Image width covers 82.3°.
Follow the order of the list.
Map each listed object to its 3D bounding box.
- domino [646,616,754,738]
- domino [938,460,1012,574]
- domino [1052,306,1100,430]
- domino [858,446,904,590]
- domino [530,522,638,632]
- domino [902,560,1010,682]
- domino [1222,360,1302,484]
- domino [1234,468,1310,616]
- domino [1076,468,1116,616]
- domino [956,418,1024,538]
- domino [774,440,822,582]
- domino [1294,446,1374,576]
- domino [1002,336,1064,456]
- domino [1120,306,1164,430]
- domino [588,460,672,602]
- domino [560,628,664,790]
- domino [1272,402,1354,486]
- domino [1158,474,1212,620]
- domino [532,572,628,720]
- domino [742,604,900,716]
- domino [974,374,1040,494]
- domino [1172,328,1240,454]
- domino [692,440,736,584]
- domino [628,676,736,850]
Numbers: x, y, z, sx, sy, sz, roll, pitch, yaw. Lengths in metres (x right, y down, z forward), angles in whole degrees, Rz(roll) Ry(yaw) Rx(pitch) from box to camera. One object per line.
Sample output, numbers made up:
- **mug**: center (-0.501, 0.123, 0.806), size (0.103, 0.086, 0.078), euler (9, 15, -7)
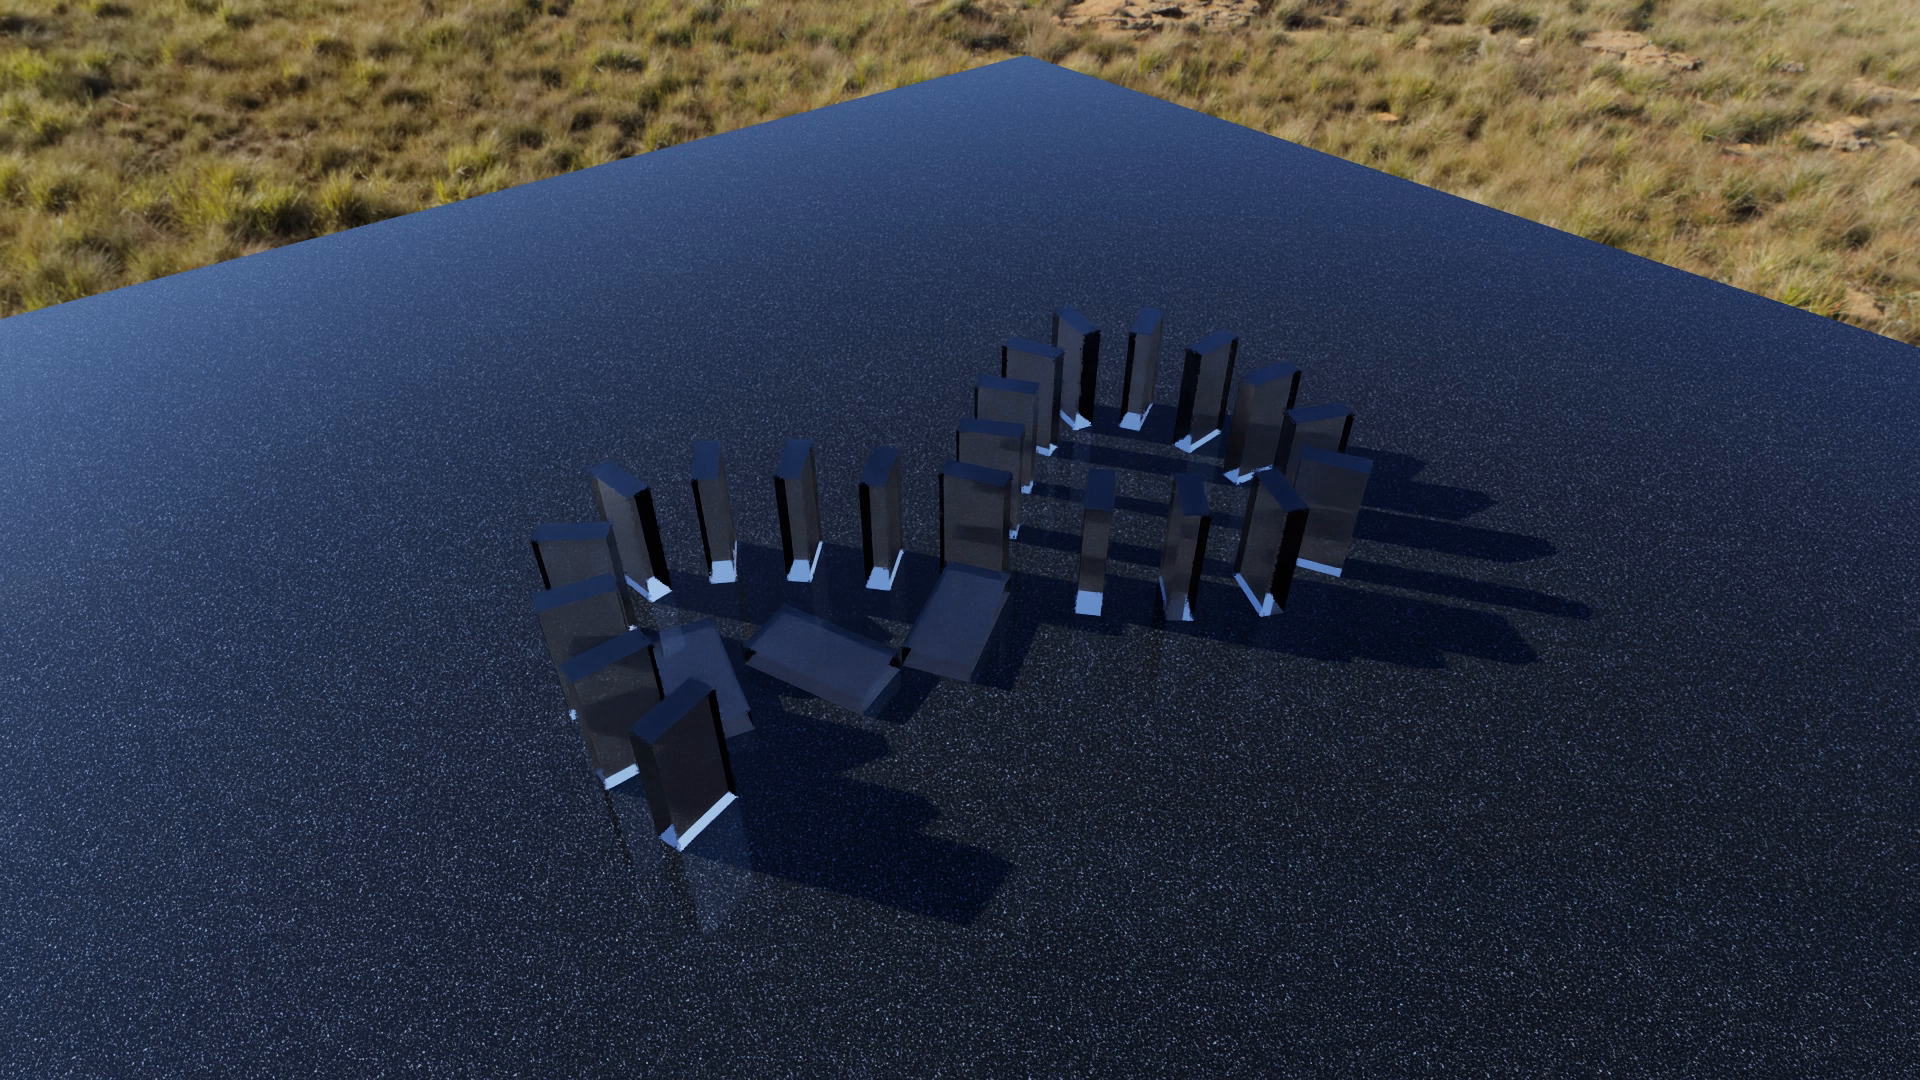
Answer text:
- **domino**: center (-0.092, 0.049, 0.383), size (0.025, 0.009, 0.050), euler (-16, 42, -19)
- **domino**: center (0.006, -0.005, 0.418), size (0.025, 0.050, 0.010), euler (12, 41, 15)
- **domino**: center (0.052, -0.079, 0.508), size (0.010, 0.050, 0.025), euler (-18, 43, -20)
- **domino**: center (-0.030, -0.008, 0.421), size (0.010, 0.050, 0.025), euler (6, 40, 8)
- **domino**: center (-0.133, 0.016, 0.391), size (0.025, 0.050, 0.009), euler (-2, 39, -3)
- **domino**: center (-0.001, 0.029, 0.408), size (0.025, 0.010, 0.050), euler (12, 41, 15)
- **domino**: center (0.129, -0.050, 0.472), size (0.025, 0.050, 0.010), euler (-20, 43, -23)
- **domino**: center (0.115, 0.001, 0.410), size (0.010, 0.050, 0.025), euler (-9, 40, -10)
- **domino**: center (0.050, 0.001, 0.410), size (0.010, 0.050, 0.025), euler (6, 40, 7)
- **domino**: center (0.012, -0.024, 0.441), size (0.025, 0.050, 0.009), euler (7, 40, 9)
- **domino**: center (-0.062, -0.011, 0.425), size (0.009, 0.050, 0.025), euler (3, 39, 4)
- **domino**: center (0.140, -0.011, 0.425), size (0.025, 0.050, 0.009), euler (16, 42, 19)
- **domino**: center (0.031, -0.064, 0.489), size (0.025, 0.050, 0.010), euler (18, 43, 21)
- **domino**: center (0.084, -0.079, 0.507), size (0.010, 0.050, 0.025), euler (15, 42, 17)
- **domino**: center (-0.124, -0.003, 0.415), size (0.025, 0.050, 0.009), euler (31, 48, 32)
- **domino**: center (-0.106, 0.054, 0.346), size (0.025, 0.050, 0.010), euler (-27, 46, -29)
- **domino**: center (0.142, -0.031, 0.449), size (0.025, 0.050, 0.009), euler (-9, 40, -11)
- **domino**: center (0.083, 0.003, 0.408), size (0.009, 0.050, 0.025), euler (0, 39, 1)
- **domino**: center (-0.123, 0.036, 0.368), size (0.025, 0.050, 0.009), euler (-17, 42, -20)
- **domino**: center (-0.049, 0.042, 0.392), size (0.050, 0.010, 0.025), euler (20, 43, 22)
- **domino**: center (0.019, -0.044, 0.466), size (0.025, 0.050, 0.009), euler (10, 40, 12)
- **domino**: center (0.110, -0.066, 0.493), size (0.025, 0.050, 0.010), euler (-31, 49, -32)
- **domino**: center (-0.094, -0.011, 0.424), size (0.010, 0.050, 0.025), euler (-5, 40, -6)
- **domino**: center (-0.082, 0.067, 0.329), size (0.009, 0.050, 0.025), euler (23, 45, 26)
